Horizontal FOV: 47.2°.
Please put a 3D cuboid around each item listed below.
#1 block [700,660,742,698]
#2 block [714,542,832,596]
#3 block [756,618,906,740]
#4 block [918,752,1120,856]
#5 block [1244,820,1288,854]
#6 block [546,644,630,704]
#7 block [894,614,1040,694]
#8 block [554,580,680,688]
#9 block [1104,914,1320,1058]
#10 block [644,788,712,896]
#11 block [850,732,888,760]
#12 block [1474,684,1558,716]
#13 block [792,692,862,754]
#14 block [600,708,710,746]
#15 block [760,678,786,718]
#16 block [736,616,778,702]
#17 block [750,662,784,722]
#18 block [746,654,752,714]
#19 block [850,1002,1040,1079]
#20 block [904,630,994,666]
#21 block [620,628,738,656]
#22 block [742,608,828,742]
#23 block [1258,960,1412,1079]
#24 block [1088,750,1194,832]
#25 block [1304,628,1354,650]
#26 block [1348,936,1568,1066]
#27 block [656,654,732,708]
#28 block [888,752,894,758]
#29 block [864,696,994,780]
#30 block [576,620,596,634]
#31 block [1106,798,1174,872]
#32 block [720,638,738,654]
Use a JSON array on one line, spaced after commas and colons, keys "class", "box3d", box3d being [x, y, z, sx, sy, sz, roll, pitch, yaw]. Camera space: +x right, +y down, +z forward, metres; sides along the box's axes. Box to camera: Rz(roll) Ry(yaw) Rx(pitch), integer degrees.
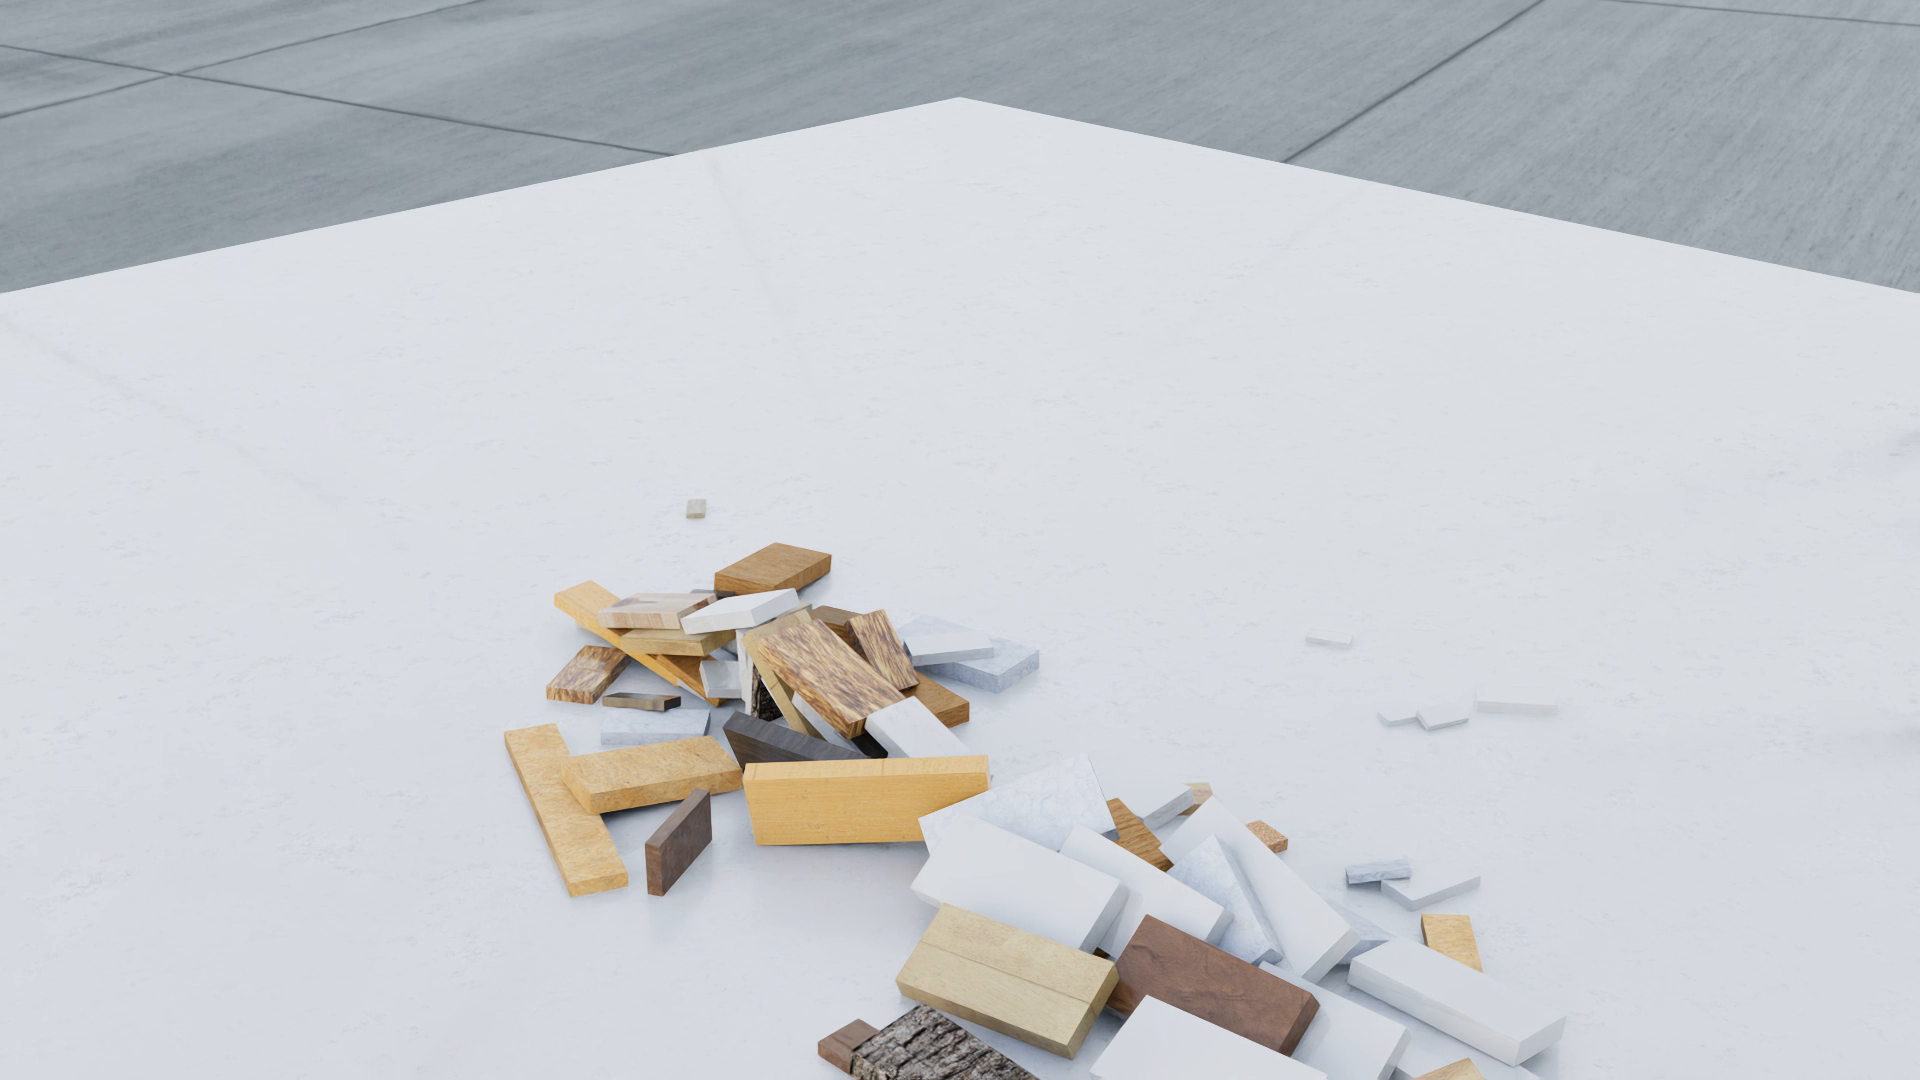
[{"class": "block", "box3d": [-0.481, 0.312, 4.912, 0.187, 0.027, 0.094, 3, 38, -22]}, {"class": "block", "box3d": [-0.461, 0.080, 5.451, 0.161, 0.046, 0.321, 12, 18, 20]}, {"class": "block", "box3d": [-0.267, 0.288, 4.596, 0.157, 0.044, 0.314, -18, 44, -38]}, {"class": "block", "box3d": [0.111, 0.546, 4.160, 0.346, 0.049, 0.173, -22, 55, 2]}, {"class": "block", "box3d": [0.547, 0.601, 4.313, 0.174, 0.025, 0.087, -13, 26, -29]}, {"class": "block", "box3d": [-0.844, 0.305, 5.001, 0.111, 0.031, 0.222, 6, 24, 13]}, {"class": "block", "box3d": [0.000, 0.261, 5.085, 0.330, 0.047, 0.165, 16, 28, 33]}, {"class": "block", "box3d": [-0.760, 0.214, 5.117, 0.436, 0.031, 0.111, 29, 35, 32]}, {"class": "block", "box3d": [0.416, 0.783, 3.729, 0.349, 0.049, 0.175, 20, 68, 39]}, {"class": "block", "box3d": [-0.542, 0.582, 4.247, 0.031, 0.111, 0.222, 8, 24, 17]}, {"class": "block", "box3d": [-0.113, 0.443, 4.523, 0.127, 0.036, 0.254, -20, 54, -40]}, {"class": "block", "box3d": [1.236, 0.355, 4.893, 0.173, 0.024, 0.086, 3, 23, 8]}, {"class": "block", "box3d": [-0.192, 0.402, 4.601, 0.157, 0.044, 0.314, -21, 54, -40]}, {"class": "block", "box3d": [-0.658, 0.405, 4.765, 0.222, 0.031, 0.111, 1, 23, 1]}, {"class": "block", "box3d": [-0.340, 0.356, 4.742, 0.094, 0.027, 0.188, -21, 71, -40]}, {"class": "block", "box3d": [-0.439, 0.260, 4.818, 0.094, 0.188, 0.027, -29, 42, -35]}, {"class": "block", "box3d": [-0.409, 0.307, 4.795, 0.094, 0.188, 0.027, -21, 37, -40]}, {"class": "block", "box3d": [-0.423, 0.298, 4.817, 0.094, 0.187, 0.027, -21, 37, -40]}, {"class": "block", "box3d": [0.009, 0.888, 3.546, 0.348, 0.049, 0.174, 26, 34, 33]}, {"class": "block", "box3d": [-0.026, 0.247, 5.025, 0.190, 0.027, 0.095, -5, 24, -13]}, {"class": "block", "box3d": [-0.626, 0.215, 4.946, 0.262, 0.037, 0.131, 0, 20, 40]}, {"class": "block", "box3d": [-0.323, 0.313, 4.705, 0.157, 0.044, 0.314, -21, 74, -40]}, {"class": "block", "box3d": [0.593, 0.824, 3.671, 0.285, 0.040, 0.143, 20, 65, 38]}, {"class": "block", "box3d": [0.324, 0.509, 4.456, 0.138, 0.039, 0.276, -27, 28, -34]}, {"class": "block", "box3d": [0.872, 0.232, 5.194, 0.104, 0.015, 0.052, 9, 25, 21]}, {"class": "block", "box3d": [0.847, 0.783, 3.756, 0.328, 0.047, 0.164, 22, 21, 39]}, {"class": "block", "box3d": [-0.580, 0.296, 4.934, 0.187, 0.027, 0.094, 35, 38, 21]}, {"class": "block", "box3d": [-0.020, 0.499, 4.428, 0.127, 0.036, 0.254, -21, 51, -40]}, {"class": "block", "box3d": [-0.063, 0.426, 4.445, 0.127, 0.036, 0.254, -20, 50, -40]}, {"class": "block", "box3d": [-0.839, 0.202, 5.256, 0.154, 0.022, 0.077, 19, 30, 38]}, {"class": "block", "box3d": [0.329, 0.609, 4.153, 0.138, 0.039, 0.276, -14, 46, -37]}, {"class": "block", "box3d": [-0.501, 0.212, 5.113, 0.161, 0.046, 0.465, -9, 17, -41]}]
